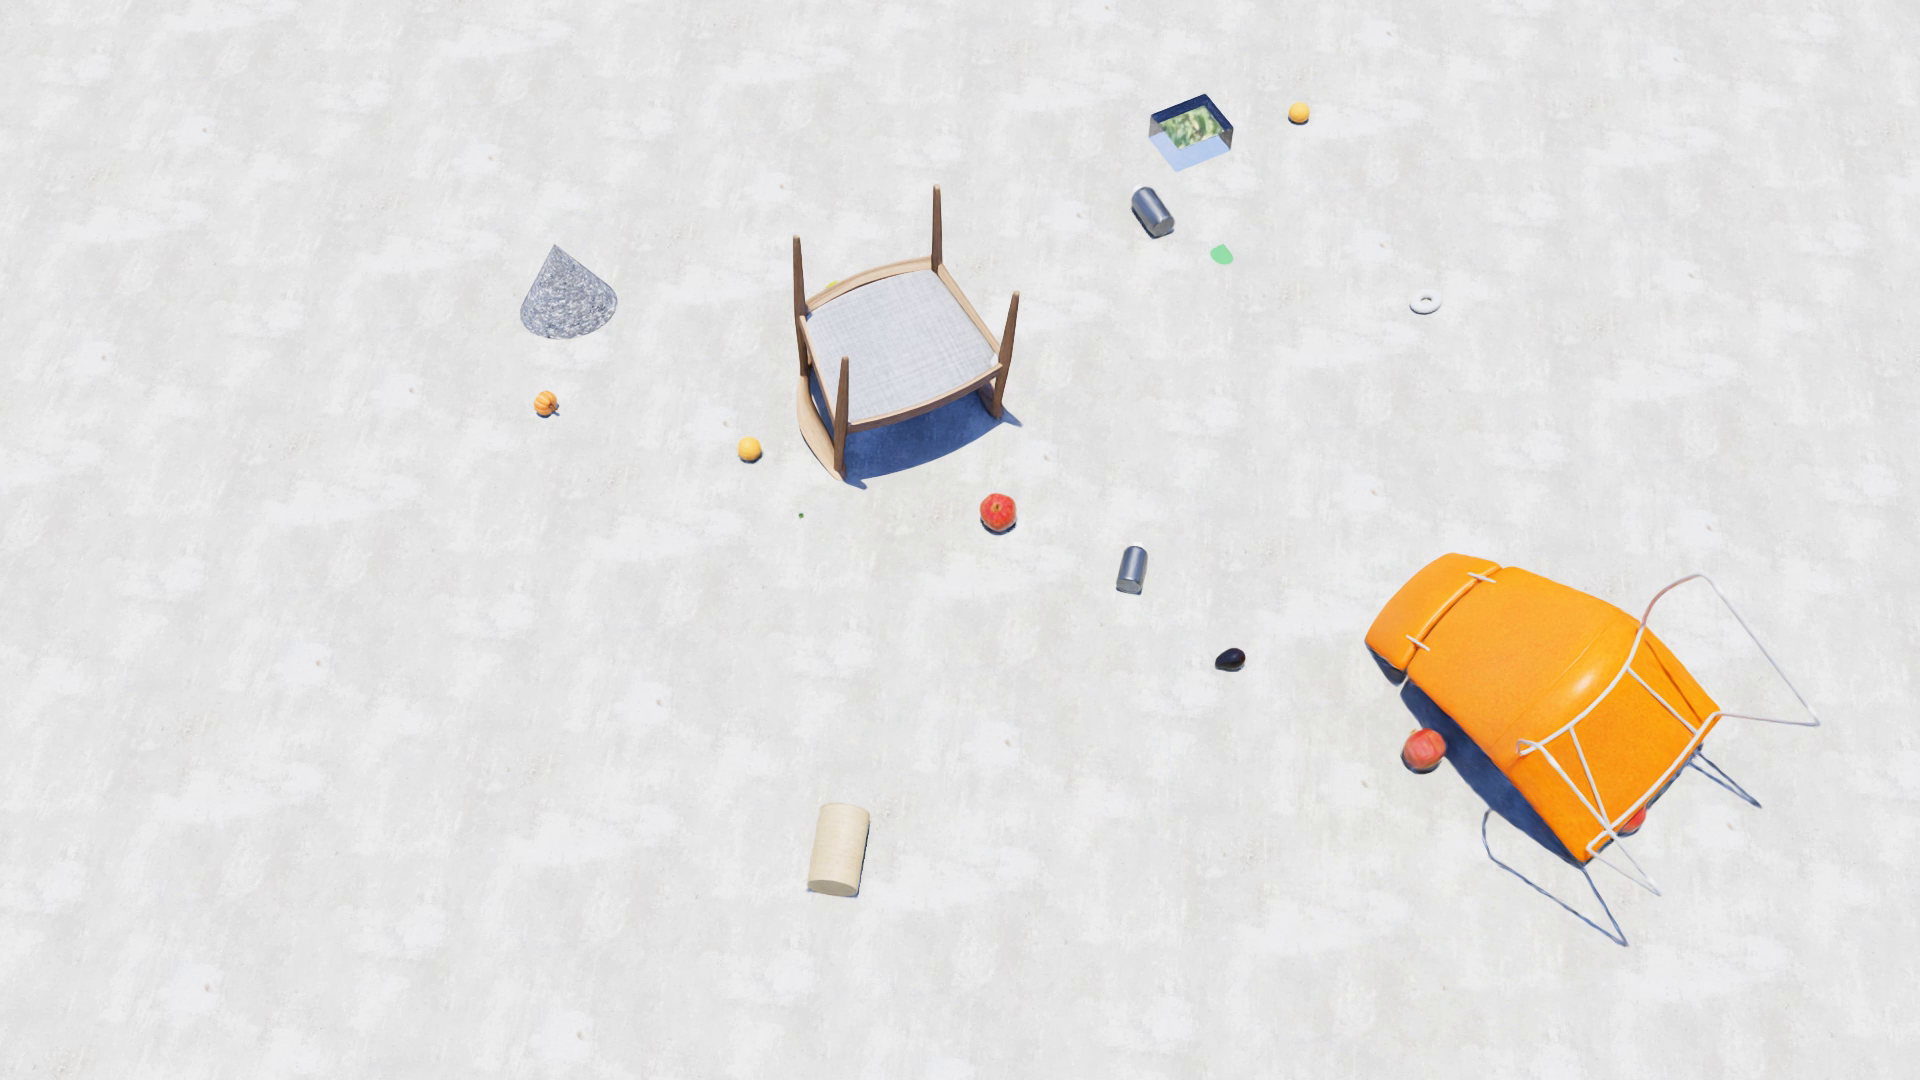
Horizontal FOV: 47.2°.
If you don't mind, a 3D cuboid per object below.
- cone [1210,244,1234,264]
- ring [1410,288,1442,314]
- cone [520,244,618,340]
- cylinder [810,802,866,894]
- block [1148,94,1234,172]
[{"bbox_3d":[0.857,-0.947,7.173,0.066,0.060,0.083,-36,63,-22],"label":"cone"},{"bbox_3d":[1.499,-0.769,7.073,0.116,0.029,0.089,-30,60,-20],"label":"ring"},{"bbox_3d":[-1.259,-0.834,6.948,0.315,0.309,0.261,-14,57,-9],"label":"cone"},{"bbox_3d":[-0.330,0.837,5.954,0.139,0.096,0.230,9,69,-14],"label":"cylinder"},{"bbox_3d":[0.780,-1.376,7.431,0.217,0.111,0.182,-24,59,-15],"label":"block"}]
